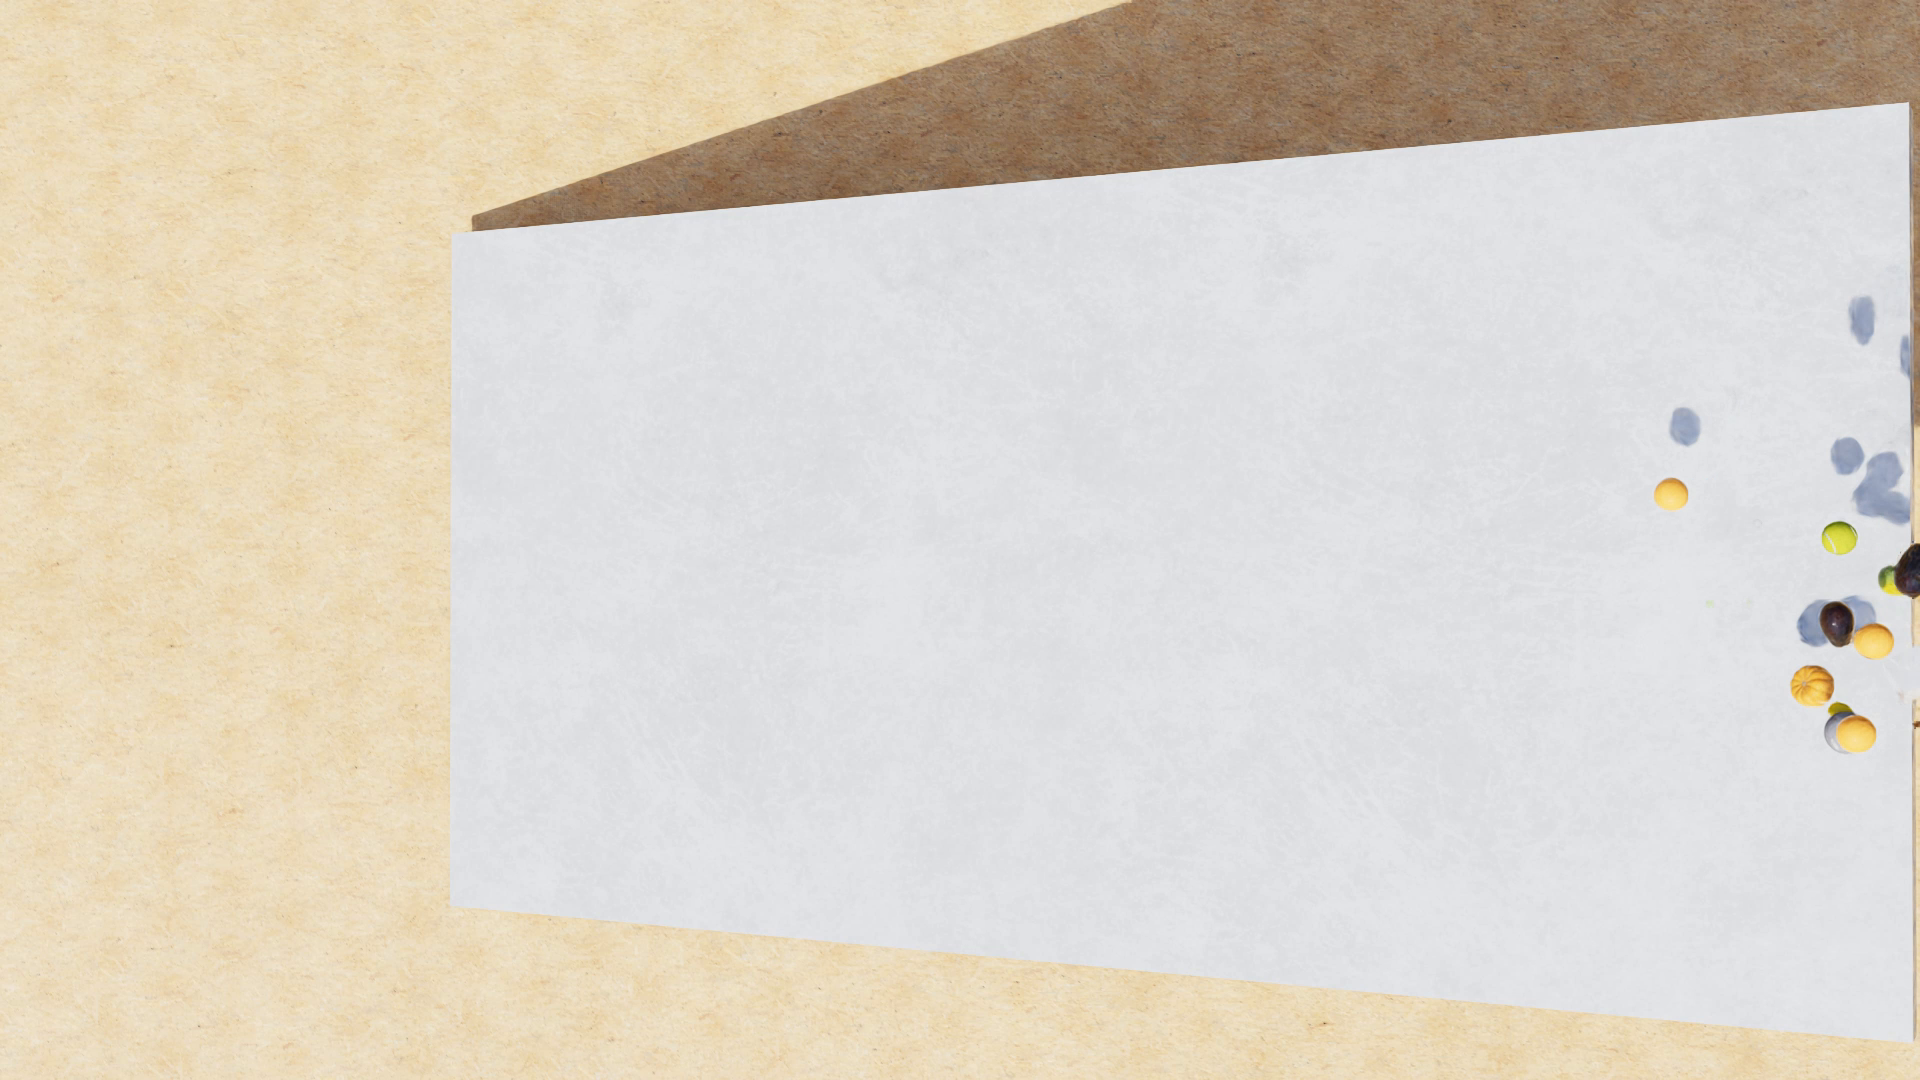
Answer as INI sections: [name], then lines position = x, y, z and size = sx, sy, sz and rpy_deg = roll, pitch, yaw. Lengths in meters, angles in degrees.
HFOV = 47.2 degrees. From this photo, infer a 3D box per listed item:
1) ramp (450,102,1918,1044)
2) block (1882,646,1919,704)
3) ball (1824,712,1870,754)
[ramp]
position = 0.277, 0.078, 5.653
size = 4.000, 0.100, 2.000
rpy_deg = 0, 89, 28
[block]
position = 1.664, 0.236, 3.847
size = 0.066, 0.066, 0.066
rpy_deg = -29, 62, 9
[ball]
position = 1.790, 0.389, 4.438
size = 0.087, 0.087, 0.087
rpy_deg = 0, 89, 0
